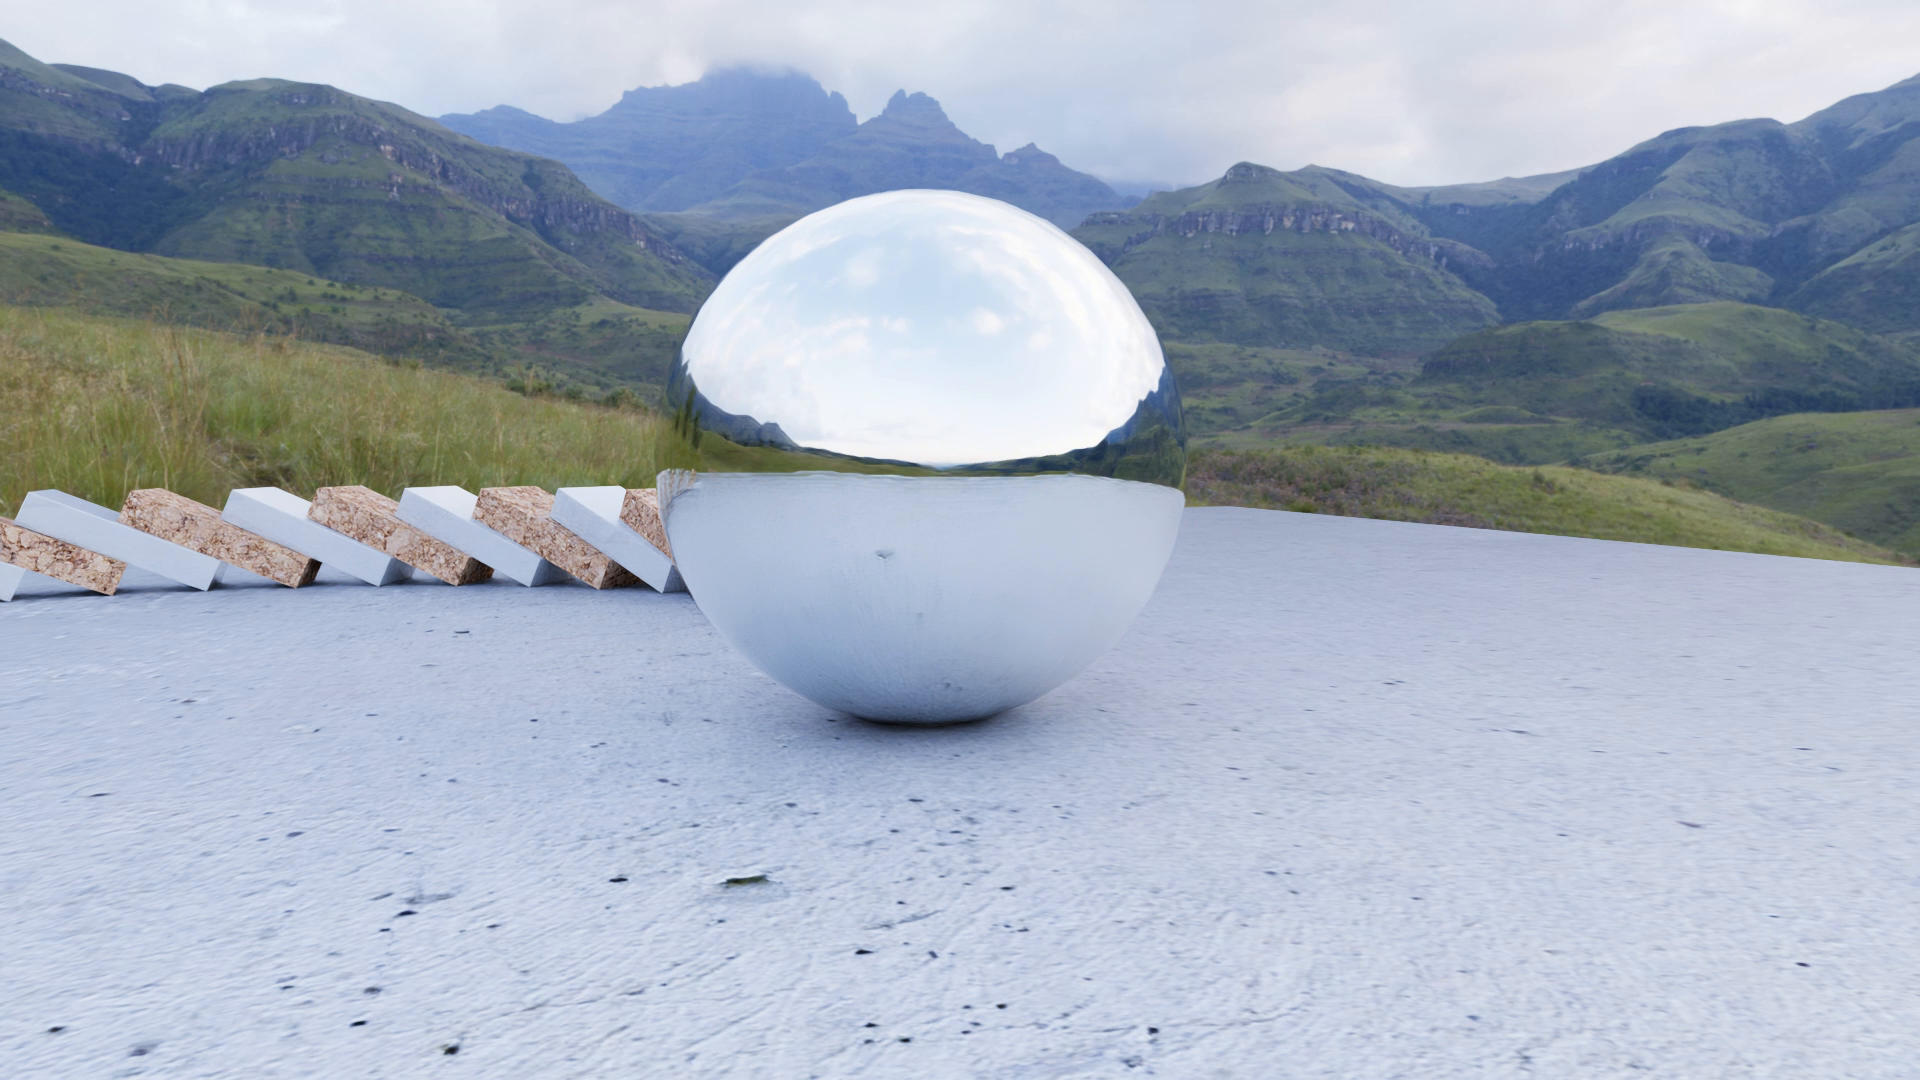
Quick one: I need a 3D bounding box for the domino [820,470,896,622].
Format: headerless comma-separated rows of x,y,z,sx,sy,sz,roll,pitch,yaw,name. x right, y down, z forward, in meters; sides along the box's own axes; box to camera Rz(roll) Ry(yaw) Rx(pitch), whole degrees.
-0.017,0.000,0.326,0.025,0.009,0.050,-2,38,-22,domino

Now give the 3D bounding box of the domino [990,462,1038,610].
0.002,0.001,0.294,0.025,0.010,0.050,-1,42,-5,domino

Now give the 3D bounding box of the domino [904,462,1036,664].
0.002,0.003,0.263,0.025,0.010,0.050,2,42,-2,domino

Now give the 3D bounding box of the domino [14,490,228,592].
-0.242,0.000,0.373,0.050,0.009,0.025,25,-5,-22,domino

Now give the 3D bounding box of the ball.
-0.006,-0.012,0.195,0.080,0.080,0.080,0,4,0,ball

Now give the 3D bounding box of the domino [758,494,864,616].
-0.033,0.003,0.342,0.025,0.009,0.050,-2,28,-30,domino

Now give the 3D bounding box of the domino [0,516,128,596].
-0.262,0.001,0.358,0.050,0.009,0.025,26,-10,-31,domino

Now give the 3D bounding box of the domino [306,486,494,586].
-0.171,-0.002,0.396,0.050,0.009,0.025,25,5,1,domino

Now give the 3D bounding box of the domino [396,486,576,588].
-0.145,-0.002,0.397,0.050,0.009,0.025,26,10,11,domino

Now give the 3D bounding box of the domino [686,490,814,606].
-0.053,0.001,0.360,0.025,0.009,0.050,-4,30,-42,domino

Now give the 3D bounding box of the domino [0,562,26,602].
-0.280,0.002,0.340,0.050,0.010,0.025,28,-14,-38,domino

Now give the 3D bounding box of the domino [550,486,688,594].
-0.096,-0.001,0.385,0.050,0.010,0.025,30,18,26,domino

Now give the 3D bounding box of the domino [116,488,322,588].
-0.219,-0.001,0.384,0.050,0.010,0.025,24,-2,-16,domino

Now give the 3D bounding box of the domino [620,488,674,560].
-0.074,0.000,0.374,0.050,0.010,0.025,32,23,33,domino

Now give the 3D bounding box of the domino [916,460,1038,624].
0.003,0.002,0.279,0.025,0.009,0.050,2,42,-3,domino

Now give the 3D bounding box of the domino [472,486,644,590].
-0.121,-0.001,0.392,0.050,0.009,0.025,27,13,17,domino

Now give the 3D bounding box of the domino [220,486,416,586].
-0.195,-0.001,0.393,0.050,0.010,0.025,24,3,-3,domino

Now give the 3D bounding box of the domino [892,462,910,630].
-0.003,0.000,0.310,0.025,0.010,0.050,0,42,-5,domino
